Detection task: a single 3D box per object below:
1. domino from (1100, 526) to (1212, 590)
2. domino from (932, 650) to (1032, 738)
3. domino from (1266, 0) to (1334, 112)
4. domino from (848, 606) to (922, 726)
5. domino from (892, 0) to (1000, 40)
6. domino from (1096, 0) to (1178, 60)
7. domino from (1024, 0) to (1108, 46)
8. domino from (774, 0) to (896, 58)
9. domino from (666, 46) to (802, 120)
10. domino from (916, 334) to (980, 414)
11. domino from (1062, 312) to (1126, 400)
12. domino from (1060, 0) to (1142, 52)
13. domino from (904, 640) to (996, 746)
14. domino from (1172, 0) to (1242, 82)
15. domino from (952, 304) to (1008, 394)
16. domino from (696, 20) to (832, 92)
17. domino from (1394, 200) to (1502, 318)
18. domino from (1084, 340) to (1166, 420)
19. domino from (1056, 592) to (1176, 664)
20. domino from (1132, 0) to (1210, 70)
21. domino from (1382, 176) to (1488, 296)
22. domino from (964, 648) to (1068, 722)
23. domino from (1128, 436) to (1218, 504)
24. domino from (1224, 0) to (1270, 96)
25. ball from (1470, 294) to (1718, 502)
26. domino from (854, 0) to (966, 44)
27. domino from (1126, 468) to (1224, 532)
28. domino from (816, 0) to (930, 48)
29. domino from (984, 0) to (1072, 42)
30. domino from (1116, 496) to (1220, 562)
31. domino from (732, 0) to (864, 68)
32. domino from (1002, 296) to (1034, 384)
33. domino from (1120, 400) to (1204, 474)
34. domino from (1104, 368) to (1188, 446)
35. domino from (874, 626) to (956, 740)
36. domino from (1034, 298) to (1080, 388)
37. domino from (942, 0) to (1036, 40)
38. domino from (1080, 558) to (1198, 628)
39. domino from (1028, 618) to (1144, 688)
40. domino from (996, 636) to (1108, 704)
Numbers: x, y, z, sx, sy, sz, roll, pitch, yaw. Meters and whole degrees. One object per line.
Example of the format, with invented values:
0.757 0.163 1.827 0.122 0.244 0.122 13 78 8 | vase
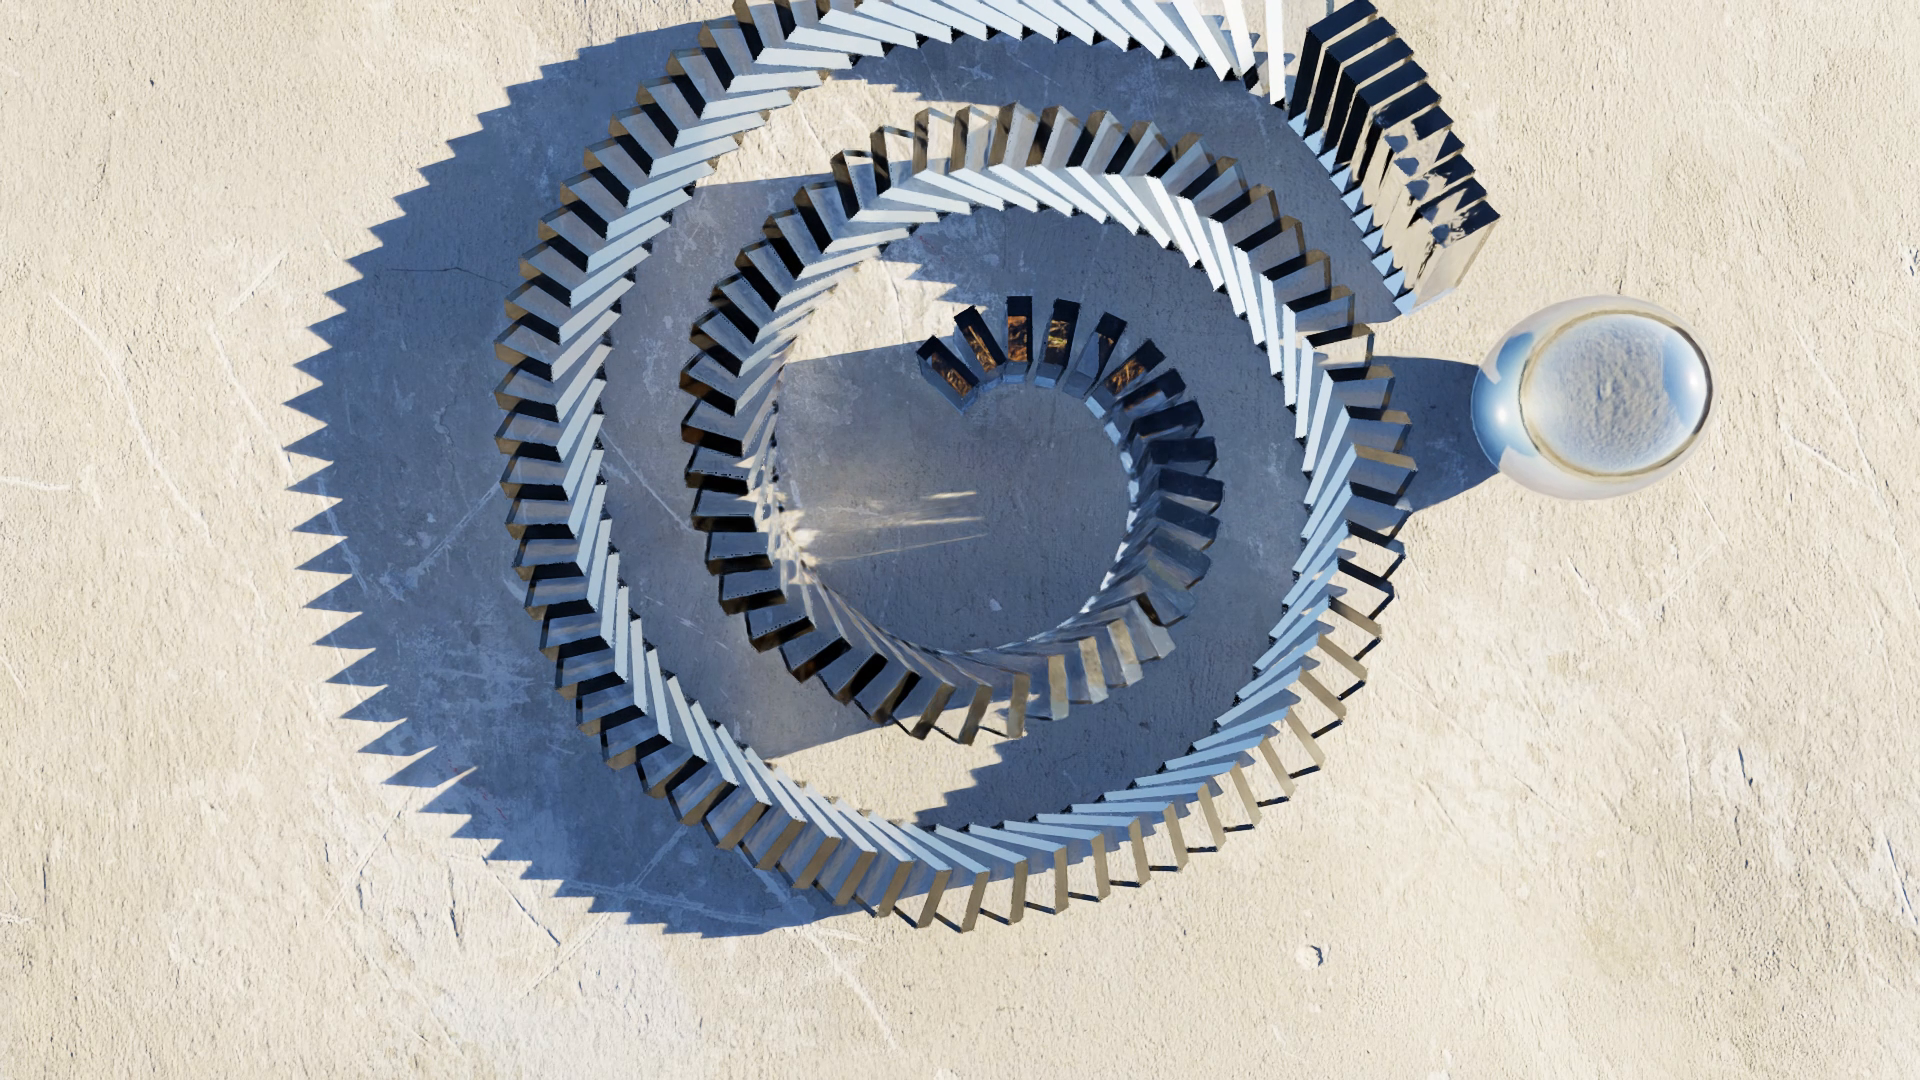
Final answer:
0.079 0.014 0.376 0.025 0.050 0.009 32 63 0 | domino
0.006 0.063 0.378 0.010 0.050 0.025 9 90 -42 | domino
0.140 -0.208 0.378 0.025 0.050 0.010 -31 48 -4 | domino
-0.039 0.051 0.379 0.025 0.010 0.050 -51 46 0 | domino
-0.005 -0.230 0.381 0.050 0.009 0.025 -2 90 -39 | domino
0.075 -0.227 0.381 0.050 0.010 0.025 17 90 -39 | domino
0.043 -0.230 0.381 0.050 0.009 0.025 8 90 -39 | domino
-0.052 -0.218 0.380 0.050 0.009 0.025 -15 89 -40 | domino
-0.093 -0.192 0.381 0.050 0.009 0.025 -34 90 -39 | domino
-0.005 -0.067 0.375 0.025 0.050 0.010 44 90 0 | domino
0.054 -0.074 0.375 0.010 0.050 0.025 26 90 0 | domino
0.059 -0.229 0.381 0.050 0.010 0.025 12 90 -38 | domino
-0.010 0.062 0.379 0.010 0.050 0.025 22 90 -43 | domino
0.108 -0.219 0.379 0.050 0.010 0.025 30 90 -43 | domino
0.008 -0.077 0.375 0.009 0.050 0.025 -31 90 0 | domino
-0.080 -0.202 0.381 0.050 0.010 0.025 -29 90 -39 | domino
0.198 -0.114 0.375 0.025 0.050 0.010 -29 70 0 | domino
0.067 -0.065 0.375 0.025 0.050 0.009 -41 89 0 | domino
0.063 0.040 0.377 0.010 0.050 0.025 -29 90 -33 | domino
0.091 -0.223 0.381 0.050 0.009 0.025 23 90 -39 | domino
0.193 -0.123 0.375 0.025 0.050 0.009 -29 70 0 | domino
0.022 0.059 0.378 0.010 0.050 0.025 -5 90 -41 | domino
0.086 -0.028 0.375 0.025 0.050 0.009 -4 75 0 | domino
0.125 -0.213 0.378 0.025 0.050 0.009 -45 50 0 | domino
0.246 -0.055 0.360 0.080 0.080 0.080 0 90 0 | ball
-0.021 -0.227 0.380 0.050 0.010 0.025 -5 89 -39 | domino
0.087 -0.013 0.375 0.025 0.050 0.010 13 72 0 | domino
-0.037 -0.224 0.380 0.050 0.009 0.025 -9 89 -39 | domino
0.027 -0.231 0.381 0.050 0.009 0.025 5 90 -39 | domino
0.084 0.001 0.375 0.025 0.050 0.010 22 67 0 | domino
-0.067 -0.211 0.380 0.050 0.009 0.025 -21 90 -40 | domino
0.023 -0.081 0.375 0.010 0.050 0.025 -1 90 0 | domino
0.081 -0.041 0.375 0.025 0.050 0.010 -19 79 0 | domino
0.075 -0.054 0.375 0.025 0.050 0.009 -30 84 0 | domino
-0.025 0.058 0.379 0.009 0.050 0.025 32 90 -45 | domino
0.039 -0.079 0.375 0.010 0.050 0.025 12 90 0 | domino
0.011 -0.231 0.381 0.050 0.010 0.025 2 90 -39 | domino
0.072 0.027 0.376 0.025 0.050 0.010 44 59 0 | domino
0.051 0.048 0.377 0.010 0.050 0.025 -19 90 -36 | domino
0.037 0.054 0.378 0.009 0.050 0.025 -13 90 -39 | domino
